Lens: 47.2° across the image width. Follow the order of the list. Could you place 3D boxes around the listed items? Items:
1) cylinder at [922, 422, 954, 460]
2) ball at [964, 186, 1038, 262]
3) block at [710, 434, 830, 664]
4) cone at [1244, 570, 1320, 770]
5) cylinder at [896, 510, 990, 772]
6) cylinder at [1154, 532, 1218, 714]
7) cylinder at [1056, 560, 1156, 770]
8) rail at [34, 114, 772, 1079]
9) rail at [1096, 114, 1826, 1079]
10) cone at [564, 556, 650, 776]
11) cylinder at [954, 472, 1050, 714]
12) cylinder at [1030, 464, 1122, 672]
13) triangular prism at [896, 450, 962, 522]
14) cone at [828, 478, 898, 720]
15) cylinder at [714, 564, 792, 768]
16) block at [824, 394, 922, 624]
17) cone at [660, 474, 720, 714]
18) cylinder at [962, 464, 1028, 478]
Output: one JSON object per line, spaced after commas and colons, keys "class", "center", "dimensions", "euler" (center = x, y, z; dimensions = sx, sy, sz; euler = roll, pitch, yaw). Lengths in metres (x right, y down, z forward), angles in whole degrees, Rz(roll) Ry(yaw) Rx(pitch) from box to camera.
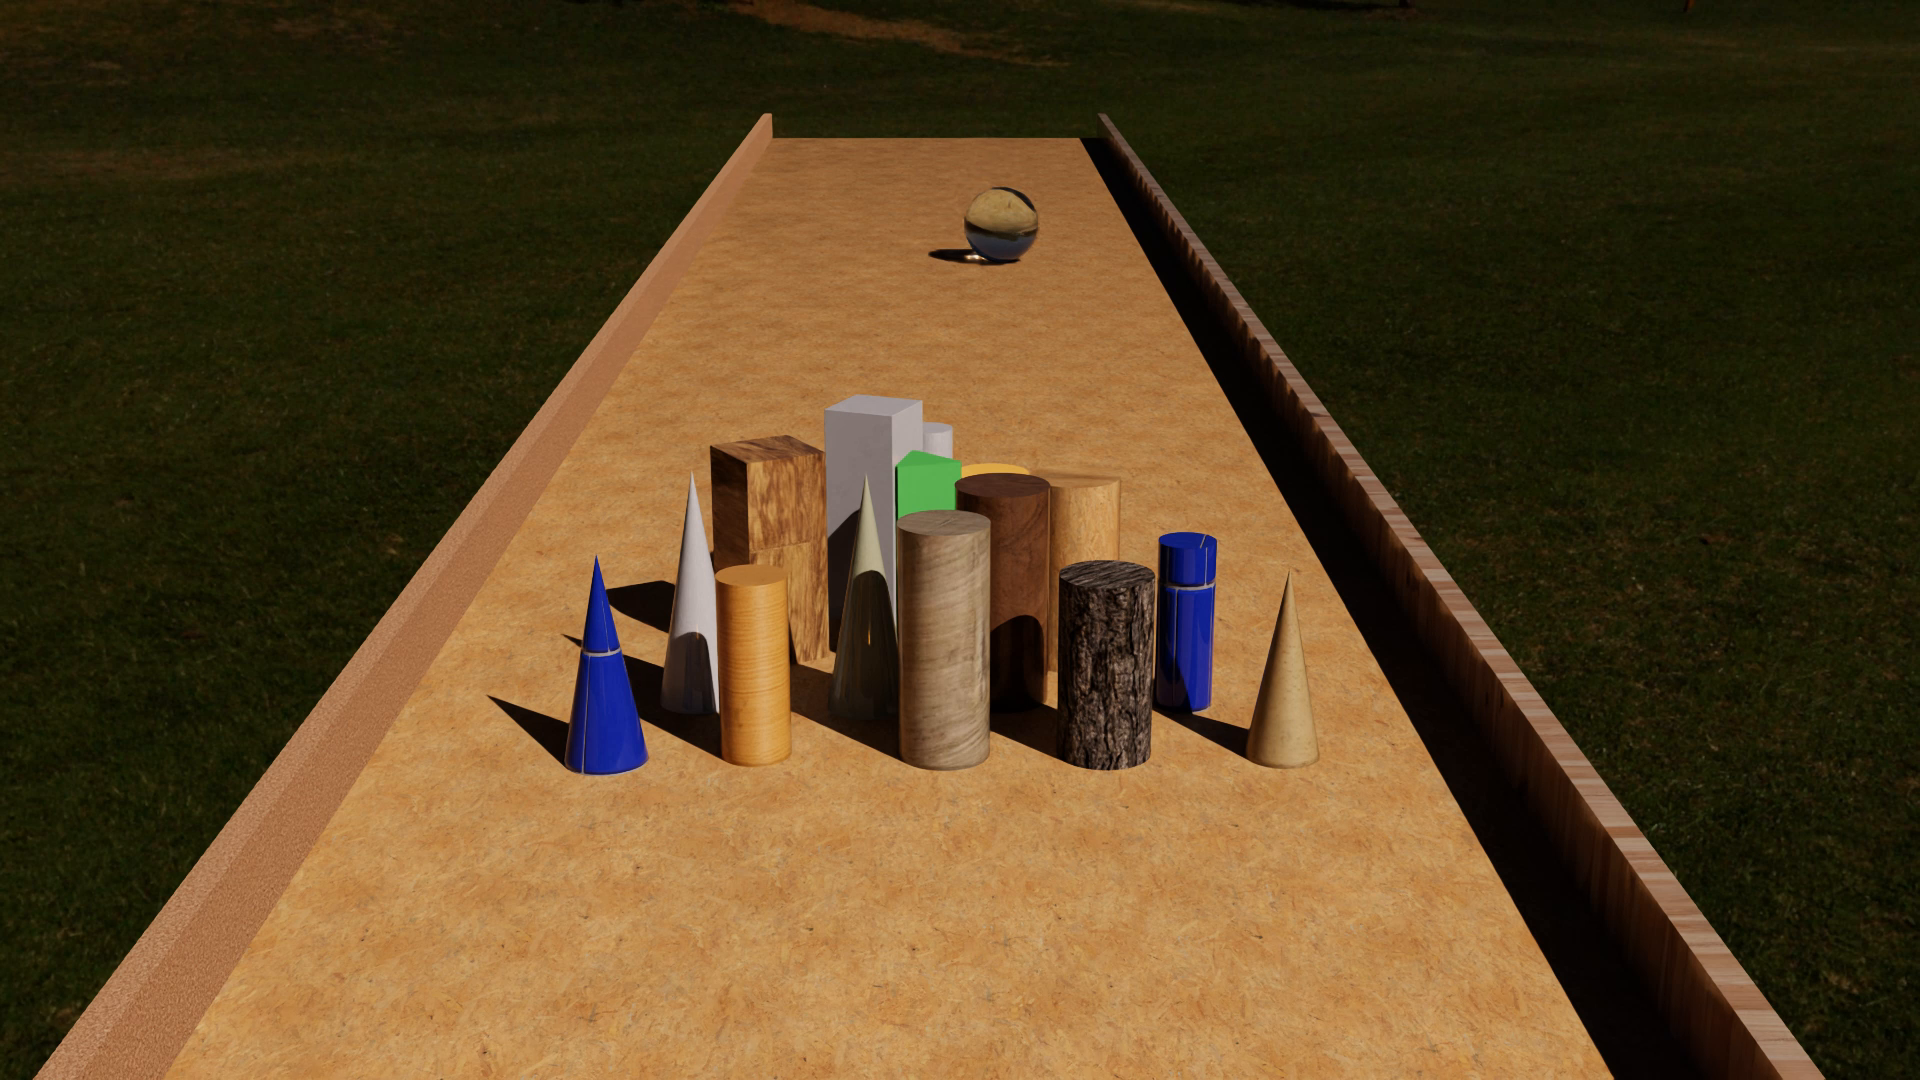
{"class": "cylinder", "center": [-0.067, -0.075, 4.857], "dimensions": [0.104, 0.355, 0.104], "euler": [0, 17, 0]}
{"class": "ball", "center": [0.170, -1.297, 9.047], "dimensions": [0.308, 0.308, 0.308], "euler": [0, 17, 0]}
{"class": "block", "center": [-0.380, 0.024, 4.401], "dimensions": [0.170, 0.425, 0.170], "euler": [-10, 19, -29]}
{"class": "cone", "center": [0.575, 0.216, 3.885], "dimensions": [0.135, 0.352, 0.135], "euler": [0, 17, 0]}
{"class": "cylinder", "center": [-0.028, 0.176, 3.879], "dimensions": [0.164, 0.431, 0.164], "euler": [0, 17, 0]}
{"class": "cylinder", "center": [0.423, 0.156, 4.135], "dimensions": [0.109, 0.324, 0.109], "euler": [0, 17, 0]}
{"class": "cylinder", "center": [0.258, 0.220, 3.897], "dimensions": [0.168, 0.335, 0.168], "euler": [0, 17, 0]}
{"class": "rail", "center": [-1.118, -0.838, 7.780], "dimensions": [0.050, 0.150, 12.000], "euler": [0, 17, -1]}
{"class": "rail", "center": [0.932, -0.844, 7.801], "dimensions": [0.050, 0.150, 12.000], "euler": [0, 17, -1]}
{"class": "cone", "center": [-0.629, 0.207, 3.857], "dimensions": [0.152, 0.384, 0.152], "euler": [0, 17, 0]}
{"class": "cylinder", "center": [0.079, 0.099, 4.157], "dimensions": [0.179, 0.420, 0.179], "euler": [0, 17, 0]}
{"class": "cylinder", "center": [0.226, 0.056, 4.371], "dimensions": [0.180, 0.380, 0.180], "euler": [0, 17, 0]}
{"class": "triangular prism", "center": [-0.077, 0.033, 4.396], "dimensions": [0.133, 0.410, 0.115], "euler": [-5, 17, -16]}
{"class": "cone", "center": [-0.173, 0.094, 4.108], "dimensions": [0.157, 0.457, 0.157], "euler": [0, 17, 0]}
{"class": "cylinder", "center": [-0.365, 0.222, 3.892], "dimensions": [0.127, 0.335, 0.127], "euler": [0, 17, 0]}
{"class": "block", "center": [-0.179, -0.064, 4.647], "dimensions": [0.154, 0.454, 0.154], "euler": [7, 18, 22]}
{"class": "cone", "center": [-0.497, 0.087, 4.135], "dimensions": [0.154, 0.455, 0.154], "euler": [0, 17, 0]}
{"class": "cylinder", "center": [0.067, 0.005, 4.670], "dimensions": [0.156, 0.307, 0.156], "euler": [0, 17, 0]}
